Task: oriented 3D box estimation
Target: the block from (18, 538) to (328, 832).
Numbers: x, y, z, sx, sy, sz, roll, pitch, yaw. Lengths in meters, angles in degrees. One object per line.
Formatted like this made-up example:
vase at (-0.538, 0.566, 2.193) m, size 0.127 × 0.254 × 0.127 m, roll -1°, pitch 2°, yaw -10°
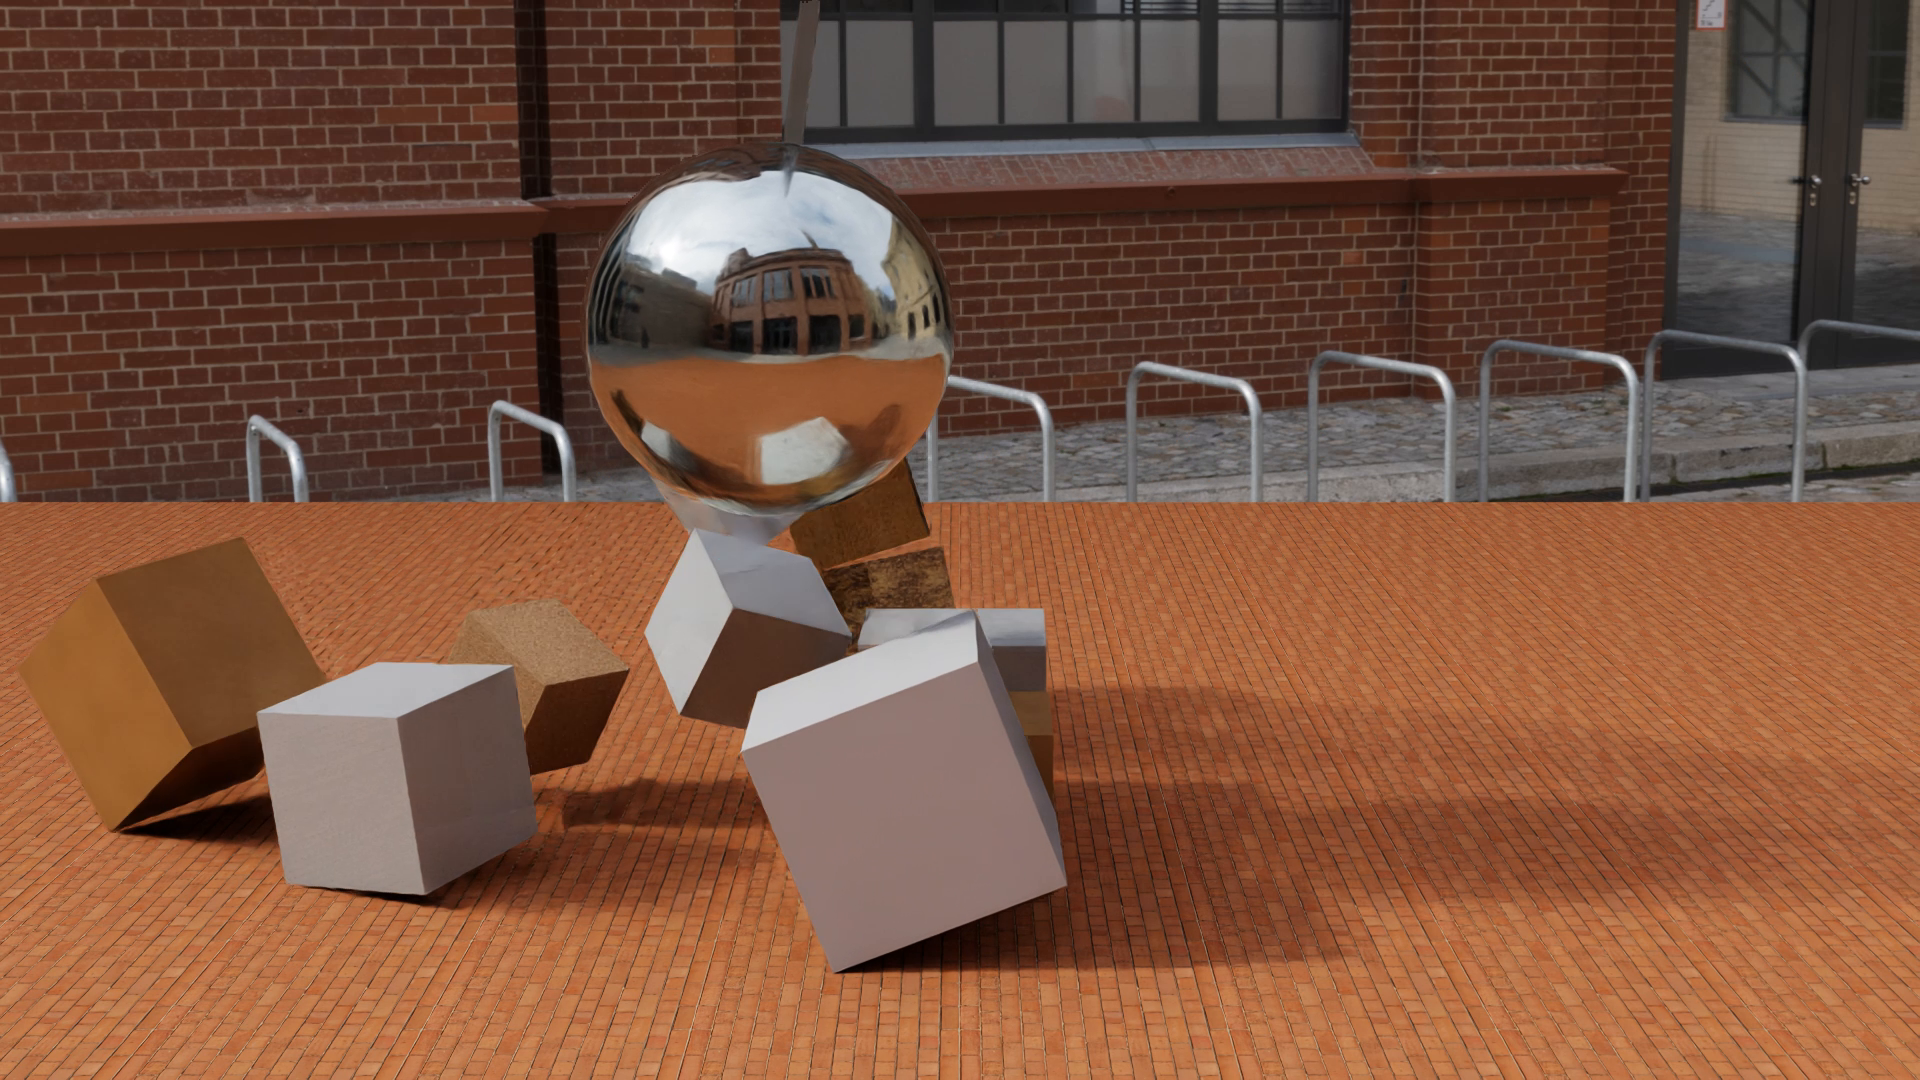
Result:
block at (-3.709, 0.679, 12.151) m, size 0.872 × 0.909 × 0.841 m, roll -39°, pitch -10°, yaw 37°

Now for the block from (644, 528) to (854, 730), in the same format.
block at (-1.011, 0.447, 12.156) m, size 0.635 × 0.610 × 0.704 m, roll 15°, pitch 24°, yaw -30°

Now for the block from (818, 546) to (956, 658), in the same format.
block at (-0.595, 0.541, 13.641) m, size 0.887 × 0.786 × 0.895 m, roll -12°, pitch 0°, yaw 26°

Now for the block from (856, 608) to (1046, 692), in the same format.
block at (-0.030, 0.863, 12.247) m, size 0.867 × 0.920 × 0.828 m, roll 0°, pitch 10°, yaw 1°

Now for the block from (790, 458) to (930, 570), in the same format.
block at (-0.603, -0.245, 14.104) m, size 0.696 × 0.683 × 0.653 m, roll -17°, pitch 1°, yaw 1°

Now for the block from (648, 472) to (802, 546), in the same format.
block at (-1.111, -0.395, 12.987) m, size 0.697 × 0.603 × 0.667 m, roll -40°, pitch 26°, yaw -18°

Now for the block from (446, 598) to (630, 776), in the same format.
block at (-2.067, 0.710, 12.311) m, size 0.590 × 0.574 × 0.566 m, roll 40°, pitch 27°, yaw 26°

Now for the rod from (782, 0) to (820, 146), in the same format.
rod at (-0.355, -4.214, 10.414) m, size 0.080 × 5.200 × 0.080 m, roll 8°, pitch 10°, yaw -1°

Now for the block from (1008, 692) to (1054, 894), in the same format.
block at (0.009, 1.114, 11.459) m, size 0.790 × 0.709 × 0.800 m, roll 0°, pitch 10°, yaw 1°

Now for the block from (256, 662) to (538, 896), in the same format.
block at (-2.473, 1.035, 11.341) m, size 0.779 × 0.785 × 0.807 m, roll 0°, pitch 13°, yaw 28°

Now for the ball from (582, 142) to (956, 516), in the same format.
ball at (-0.818, -0.900, 11.017) m, size 1.600 × 1.600 × 1.600 m, roll 0°, pitch 10°, yaw 0°

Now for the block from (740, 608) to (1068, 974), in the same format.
block at (-0.221, 1.002, 10.516) m, size 0.991 × 0.972 × 0.992 m, roll -21°, pitch 10°, yaw 3°
